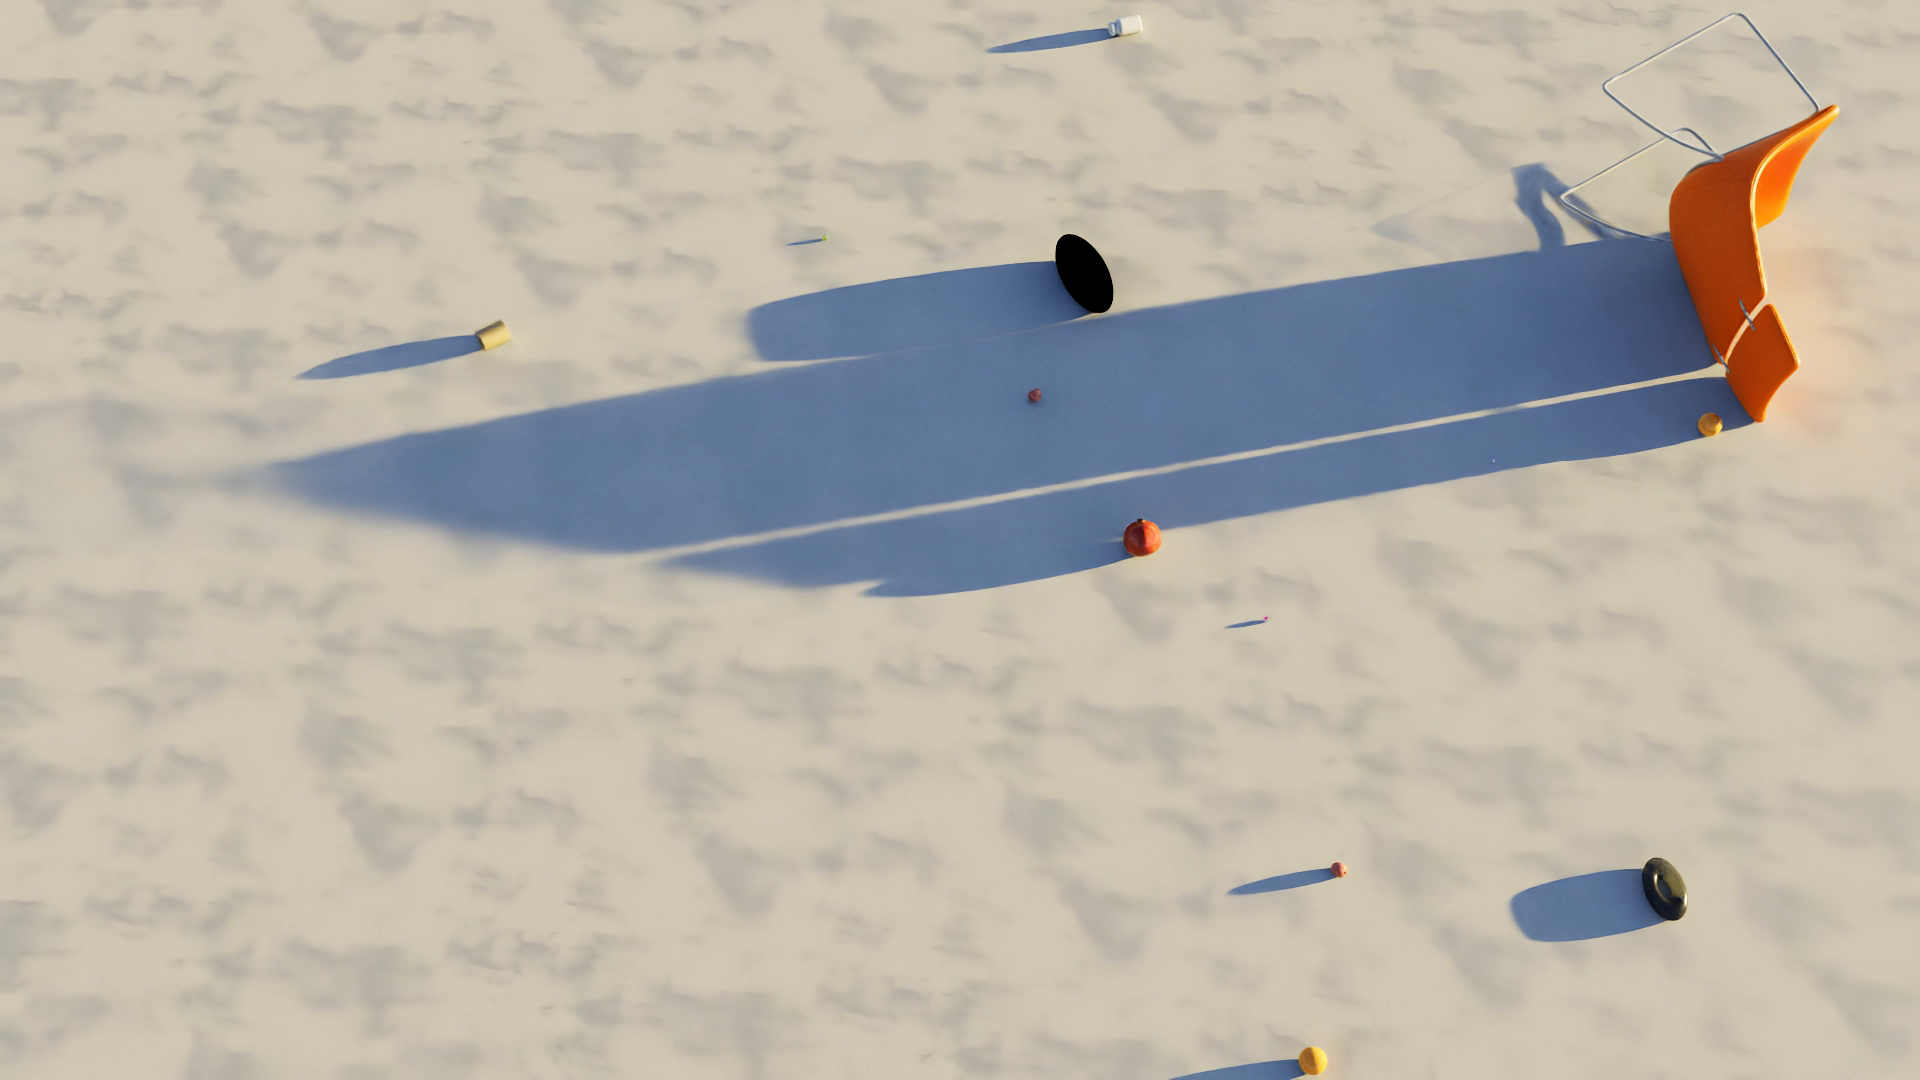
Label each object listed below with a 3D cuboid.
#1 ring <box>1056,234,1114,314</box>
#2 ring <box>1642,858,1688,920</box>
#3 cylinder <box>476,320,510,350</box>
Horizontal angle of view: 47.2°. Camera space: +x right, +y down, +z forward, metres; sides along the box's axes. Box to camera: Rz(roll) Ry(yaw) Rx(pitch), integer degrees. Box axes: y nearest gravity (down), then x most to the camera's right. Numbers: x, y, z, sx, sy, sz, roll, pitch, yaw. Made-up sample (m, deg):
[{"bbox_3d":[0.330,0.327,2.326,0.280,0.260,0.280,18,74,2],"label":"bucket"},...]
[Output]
[{"bbox_3d":[0.399,-0.857,7.070,0.139,0.134,0.310,-23,58,-11],"label":"ring"},{"bbox_3d":[1.896,0.939,5.915,0.110,0.050,0.184,-8,57,-4],"label":"ring"},{"bbox_3d":[-1.479,-0.648,6.964,0.087,0.067,0.084,-28,22,-17],"label":"cylinder"}]
